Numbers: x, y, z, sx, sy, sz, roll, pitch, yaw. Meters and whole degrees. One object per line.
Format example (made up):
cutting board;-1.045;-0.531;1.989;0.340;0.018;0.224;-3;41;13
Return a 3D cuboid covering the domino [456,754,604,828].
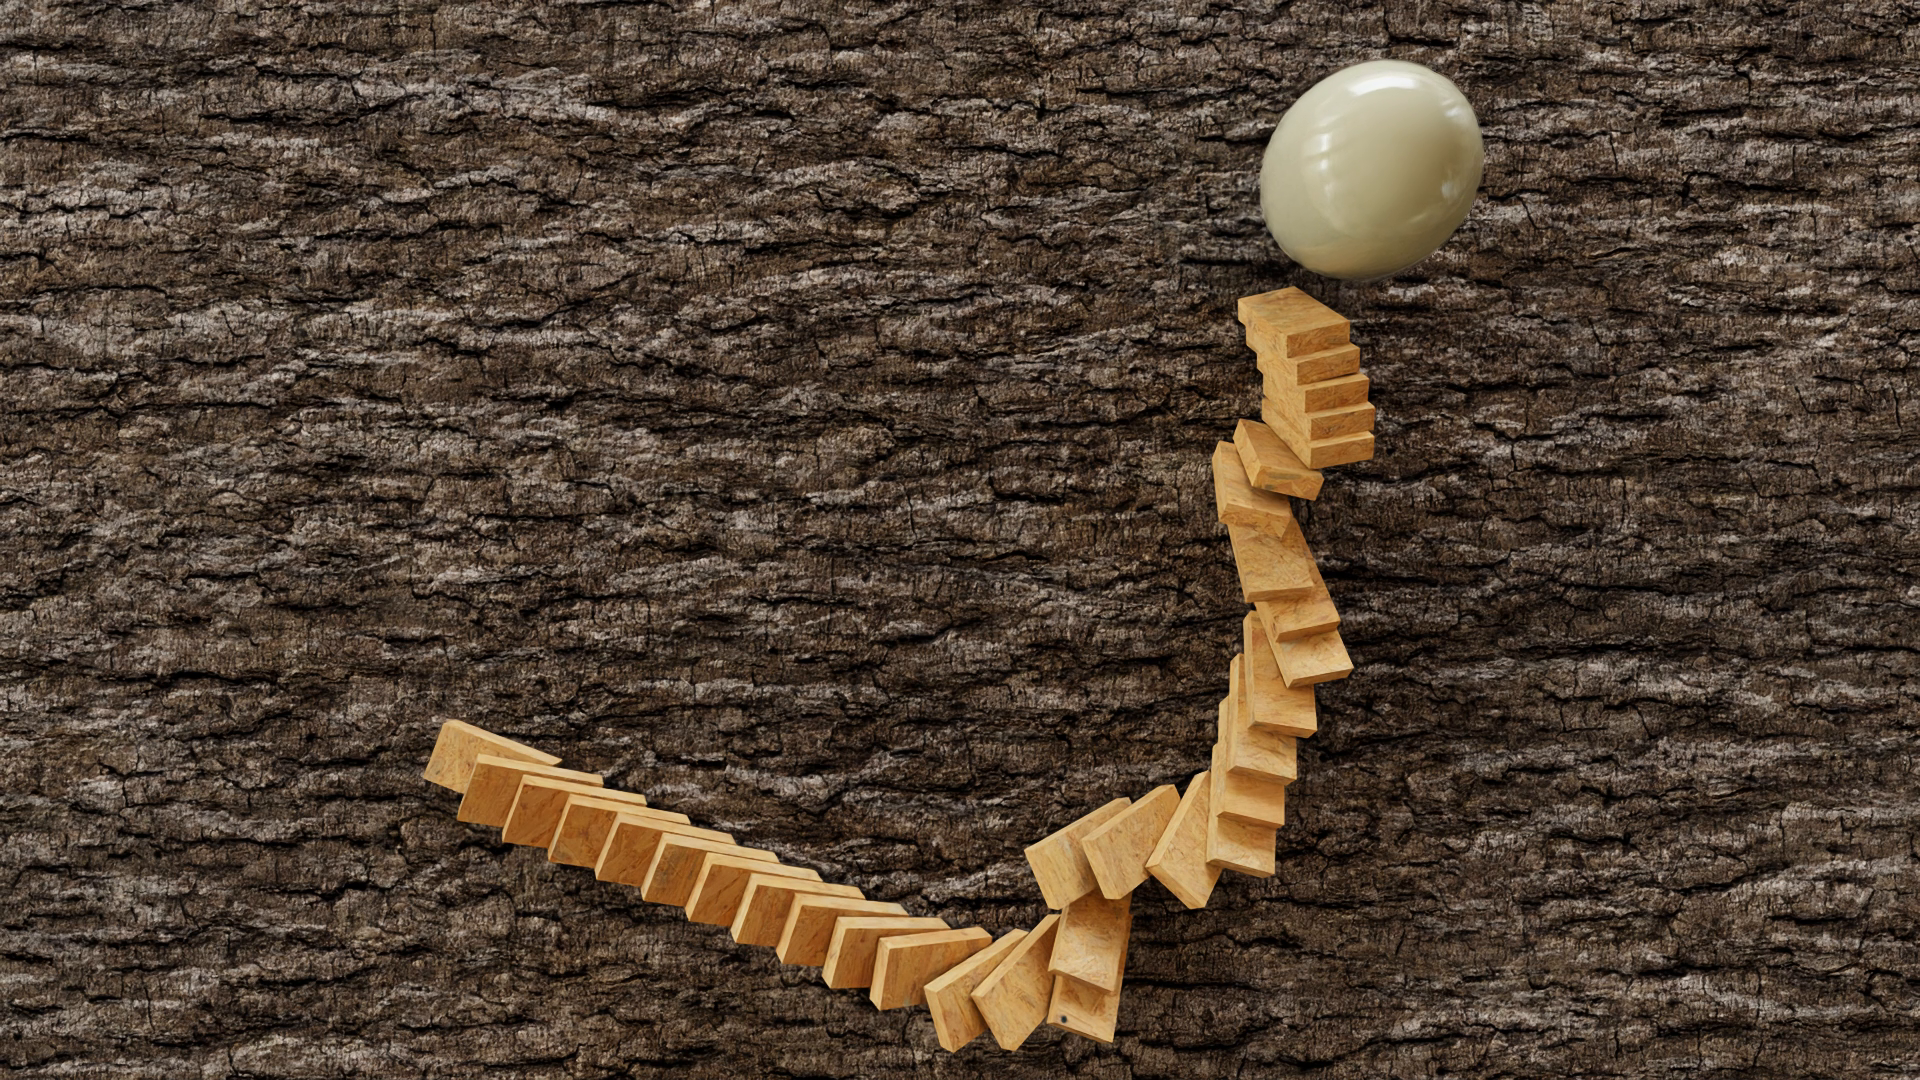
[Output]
domino;-0.179;0.108;0.384;0.050;0.009;0.025;20;90;-27

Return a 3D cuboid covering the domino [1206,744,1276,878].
domino;0.118;0.112;0.382;0.025;0.010;0.050;16;58;-3

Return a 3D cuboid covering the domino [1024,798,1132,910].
domino;0.054;0.130;0.383;0.050;0.010;0.025;-20;81;-26

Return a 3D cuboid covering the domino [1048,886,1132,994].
domino;0.056;0.158;0.382;0.025;0.009;0.050;22;55;-1

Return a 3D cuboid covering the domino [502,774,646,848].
domino;-0.161;0.116;0.384;0.050;0.010;0.025;20;90;-28

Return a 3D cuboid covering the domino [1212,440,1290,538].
domino;0.119;-0.022;0.377;0.025;0.050;0.009;14;126;2

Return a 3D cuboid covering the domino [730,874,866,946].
domino;-0.067;0.157;0.384;0.050;0.009;0.025;20;90;-29

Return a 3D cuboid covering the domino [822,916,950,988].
domino;-0.030;0.172;0.383;0.050;0.010;0.025;15;90;-31

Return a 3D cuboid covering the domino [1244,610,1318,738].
domino;0.133;0.055;0.383;0.025;0.010;0.050;9;58;0

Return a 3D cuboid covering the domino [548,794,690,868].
domino;-0.142;0.125;0.384;0.050;0.010;0.025;21;90;-28

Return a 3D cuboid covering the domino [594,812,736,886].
domino;-0.123;0.133;0.384;0.050;0.009;0.025;22;90;-28

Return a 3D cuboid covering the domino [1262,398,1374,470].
domino;0.146;-0.046;0.376;0.025;0.050;0.009;-10;121;0

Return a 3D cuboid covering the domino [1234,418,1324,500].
domino;0.129;-0.034;0.376;0.025;0.050;0.009;13;119;0

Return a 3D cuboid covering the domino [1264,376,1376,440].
domino;0.146;-0.058;0.376;0.025;0.050;0.009;-10;121;0

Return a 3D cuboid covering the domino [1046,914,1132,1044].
domino;0.054;0.178;0.381;0.025;0.010;0.050;22;56;-4

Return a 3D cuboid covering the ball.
ball;0.160;-0.143;0.360;0.080;0.080;0.080;0;90;0

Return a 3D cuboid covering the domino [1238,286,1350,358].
domino;0.136;-0.090;0.376;0.025;0.050;0.009;-13;121;0

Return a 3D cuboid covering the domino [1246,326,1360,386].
domino;0.139;-0.079;0.376;0.025;0.050;0.010;-13;121;-1

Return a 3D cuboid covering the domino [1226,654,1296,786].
domino;0.126;0.074;0.383;0.025;0.009;0.050;13;58;-1

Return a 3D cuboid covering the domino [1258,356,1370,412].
domino;0.144;-0.069;0.376;0.025;0.050;0.010;-10;121;0

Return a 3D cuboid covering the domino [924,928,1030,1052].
domino;0.011;0.186;0.382;0.050;0.009;0.025;-16;90;-35

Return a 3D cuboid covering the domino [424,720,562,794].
domino;-0.201;0.099;0.395;0.050;0.010;0.025;21;90;0

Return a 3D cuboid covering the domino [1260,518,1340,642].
domino;0.136;0.016;0.383;0.025;0.009;0.050;-11;58;0

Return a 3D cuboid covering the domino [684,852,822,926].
domino;-0.086;0.149;0.384;0.050;0.010;0.025;22;90;-29

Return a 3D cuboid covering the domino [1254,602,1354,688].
domino;0.141;0.035;0.382;0.025;0.010;0.050;-10;58;-2

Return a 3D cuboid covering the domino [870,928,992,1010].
domino;-0.012;0.178;0.383;0.050;0.010;0.025;9;90;-32

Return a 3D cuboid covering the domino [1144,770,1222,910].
domino;0.100;0.124;0.382;0.025;0.010;0.050;43;55;0

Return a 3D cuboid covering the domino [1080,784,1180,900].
domino;0.075;0.125;0.381;0.050;0.010;0.025;-20;85;-35

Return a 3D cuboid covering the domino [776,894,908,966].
domino;-0.049;0.164;0.384;0.050;0.009;0.025;19;90;-29

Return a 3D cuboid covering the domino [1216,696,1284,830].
domino;0.121;0.092;0.382;0.025;0.009;0.050;14;58;-2

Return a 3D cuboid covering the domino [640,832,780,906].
domino;-0.104;0.141;0.384;0.050;0.009;0.025;22;90;-28

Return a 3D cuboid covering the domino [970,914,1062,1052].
domino;0.030;0.183;0.381;0.050;0.009;0.025;-30;90;-37

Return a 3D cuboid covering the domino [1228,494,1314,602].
domino;0.127;0.001;0.382;0.025;0.009;0.050;-5;58;4
